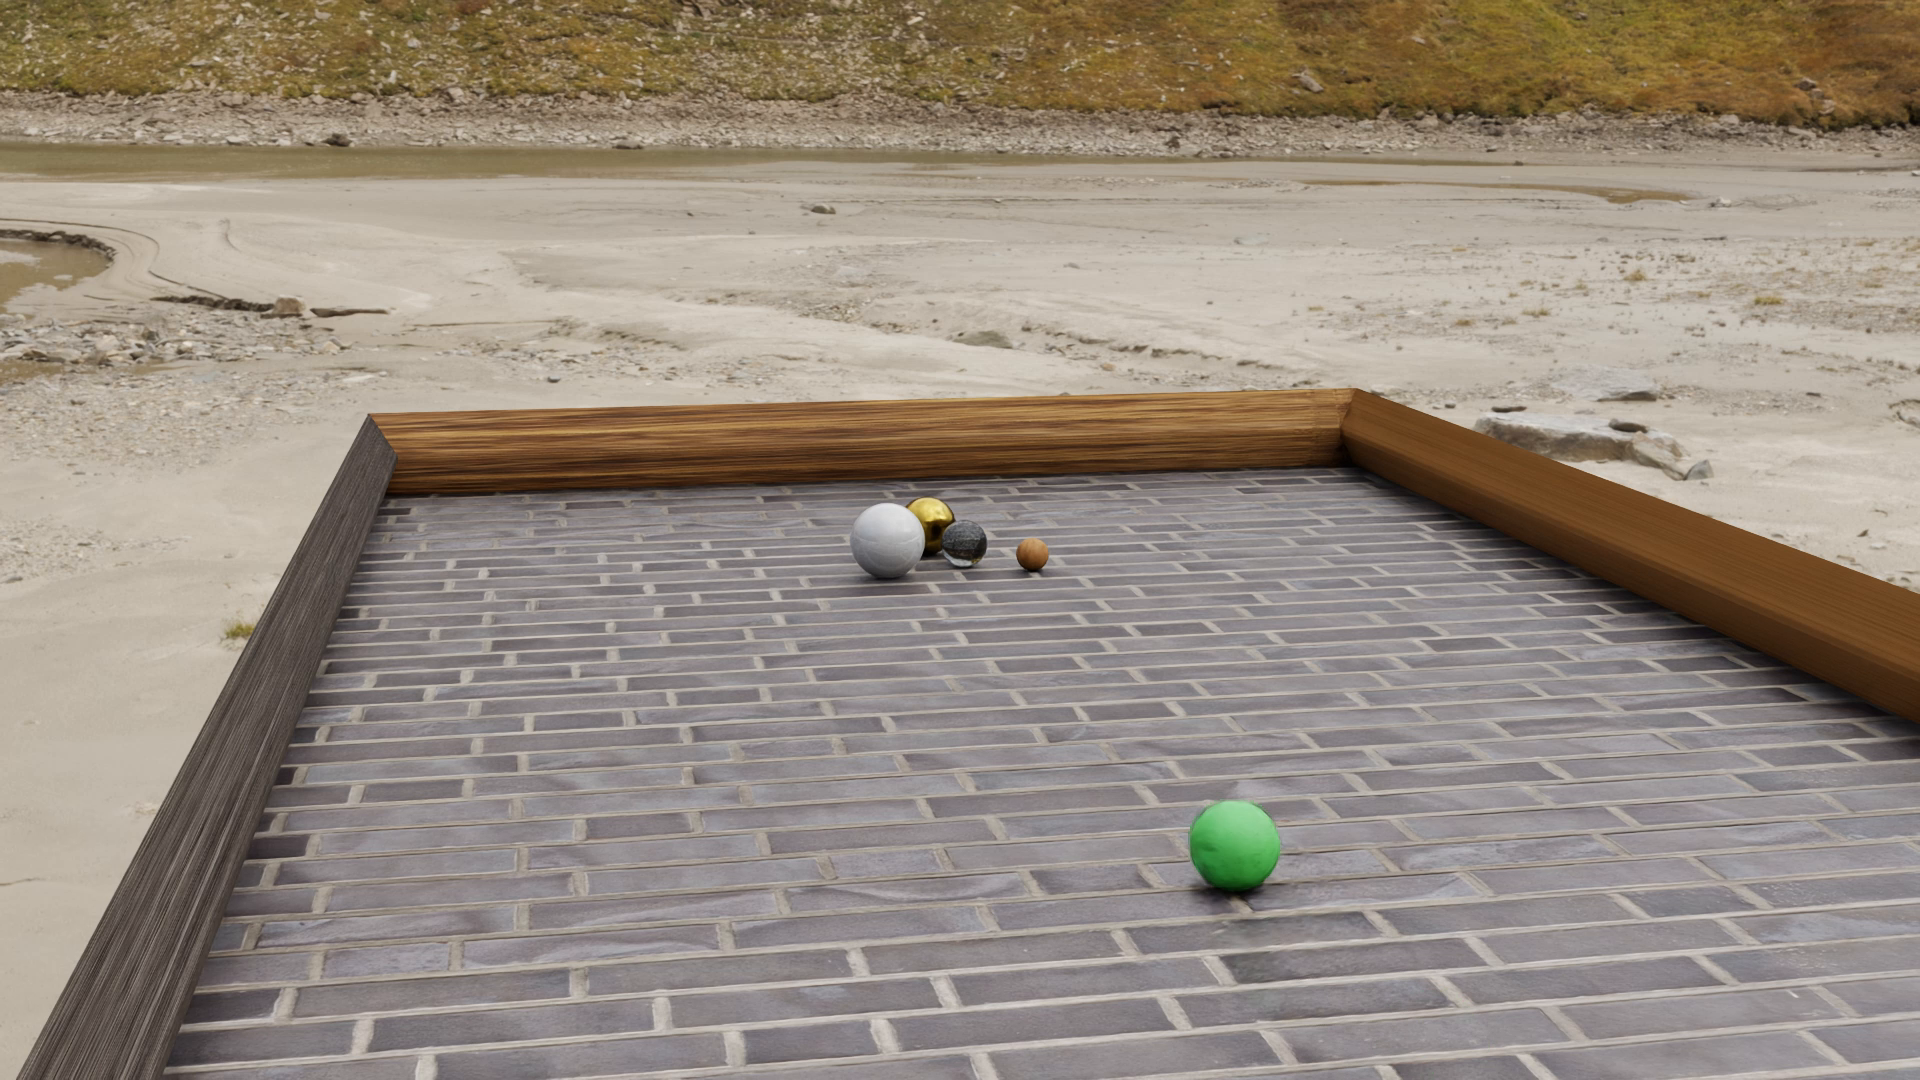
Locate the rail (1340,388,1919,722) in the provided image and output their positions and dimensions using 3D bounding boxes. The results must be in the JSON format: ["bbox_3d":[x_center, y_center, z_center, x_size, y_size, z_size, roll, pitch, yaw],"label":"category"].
[{"bbox_3d":[0.910,0.078,2.434,0.045,0.129,2.765,-2,12,-10],"label":"rail"}]

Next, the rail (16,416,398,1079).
[{"bbox_3d":[-0.655,0.137,2.147,0.045,0.129,2.765,-2,12,-10],"label":"rail"}]

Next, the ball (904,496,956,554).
[{"bbox_3d":[-0.045,-0.020,3.039,0.080,0.080,0.080,0,12,0],"label":"ball"}]

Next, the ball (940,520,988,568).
[{"bbox_3d":[0.006,0.005,2.959,0.063,0.063,0.063,0,12,0],"label":"ball"}]

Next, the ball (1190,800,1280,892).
[{"bbox_3d":[0.220,0.245,1.764,0.072,0.072,0.072,0,12,0],"label":"ball"}]

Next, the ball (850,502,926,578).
[{"bbox_3d":[-0.095,0.001,2.889,0.099,0.099,0.099,0,12,0],"label":"ball"}]

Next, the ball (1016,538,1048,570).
[{"bbox_3d":[0.097,0.019,2.939,0.044,0.044,0.044,0,12,0],"label":"ball"}]

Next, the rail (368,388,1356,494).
[{"bbox_3d":[-0.123,-0.161,3.599,1.640,0.129,0.045,-2,12,-10],"label":"rail"}]
